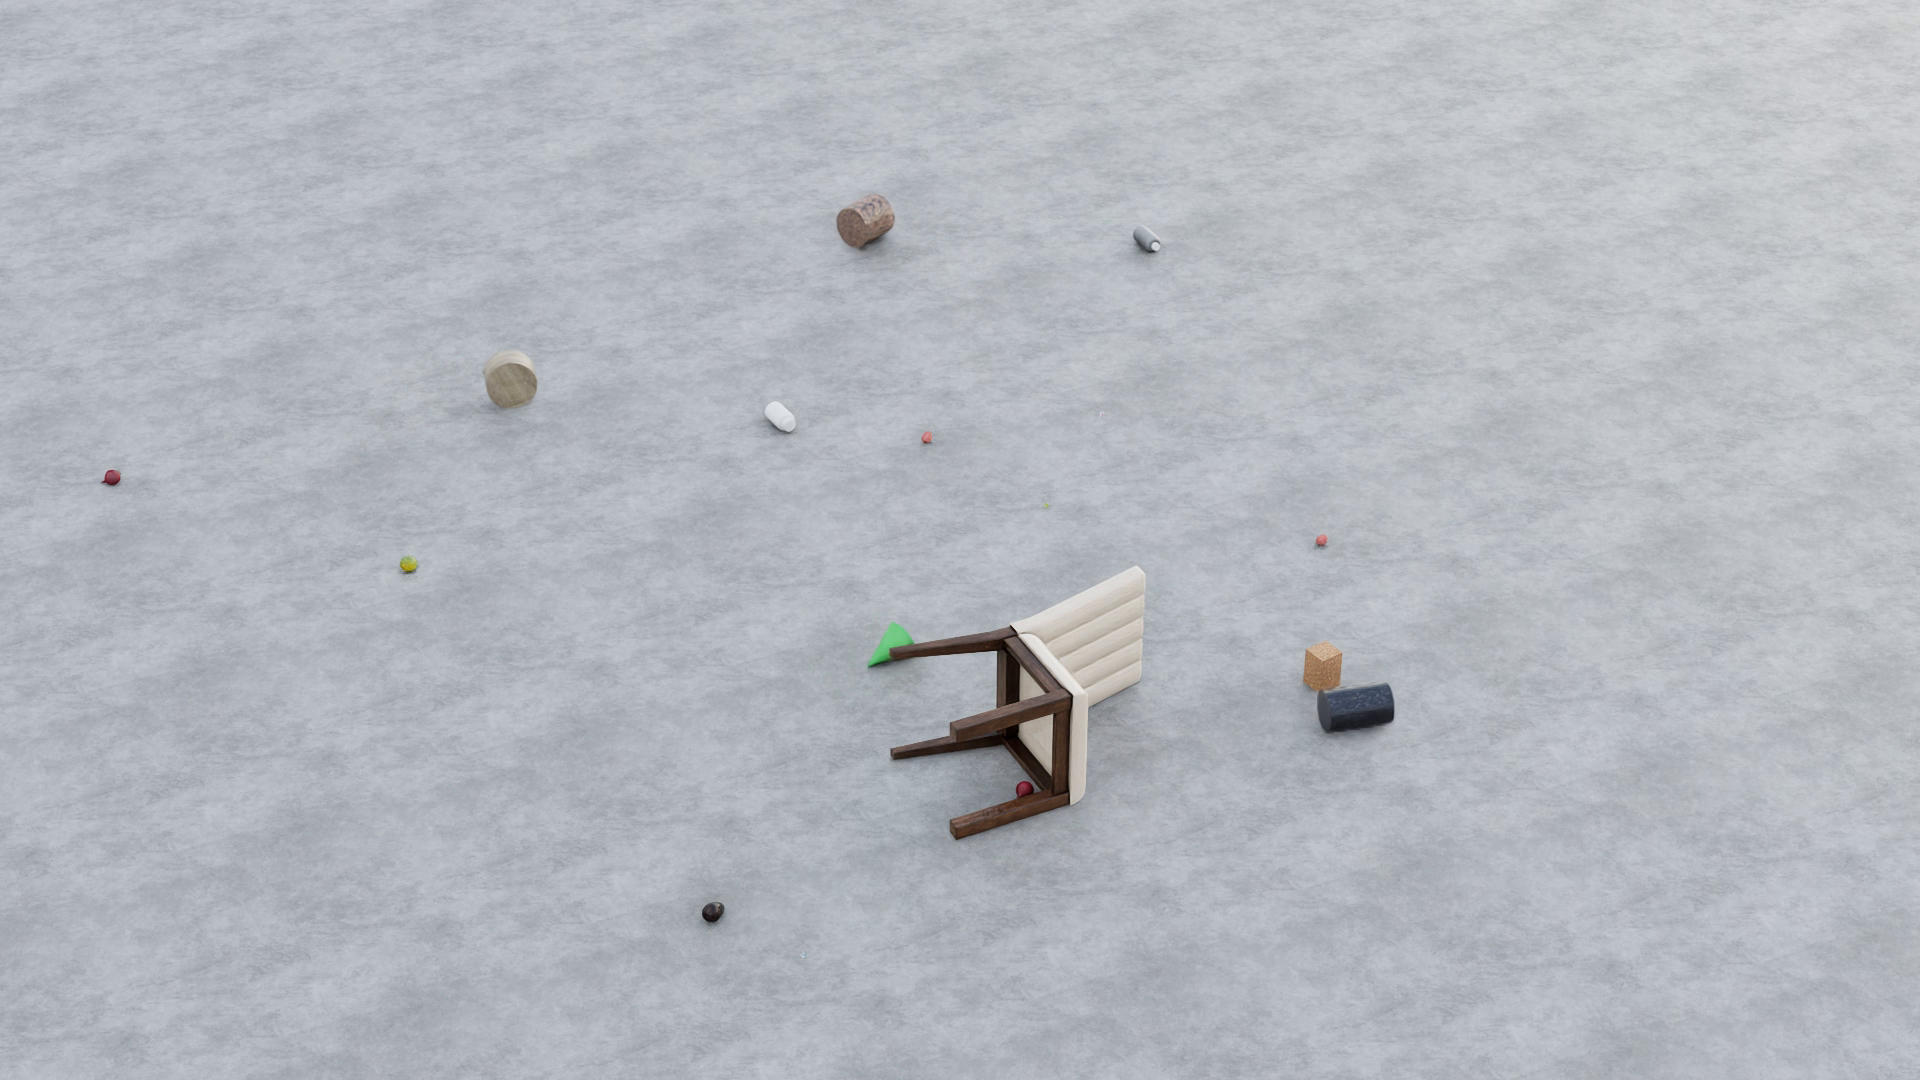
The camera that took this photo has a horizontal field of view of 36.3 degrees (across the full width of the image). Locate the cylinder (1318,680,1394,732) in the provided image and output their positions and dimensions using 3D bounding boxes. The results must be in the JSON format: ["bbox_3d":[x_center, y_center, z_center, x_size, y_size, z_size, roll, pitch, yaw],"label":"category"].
[{"bbox_3d":[1.344,0.564,9.958,0.226,0.142,0.145,-8,48,-11],"label":"cylinder"}]

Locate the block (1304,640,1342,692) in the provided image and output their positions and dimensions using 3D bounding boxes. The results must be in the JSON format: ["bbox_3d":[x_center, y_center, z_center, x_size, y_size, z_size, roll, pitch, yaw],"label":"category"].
[{"bbox_3d":[1.256,0.440,10.149,0.091,0.139,0.088,-21,39,-29],"label":"block"}]

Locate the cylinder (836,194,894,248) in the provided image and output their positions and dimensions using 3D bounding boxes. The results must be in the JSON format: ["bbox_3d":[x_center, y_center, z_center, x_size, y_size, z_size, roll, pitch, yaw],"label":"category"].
[{"bbox_3d":[-0.416,-1.405,12.905,0.178,0.190,0.181,47,49,10],"label":"cylinder"}]

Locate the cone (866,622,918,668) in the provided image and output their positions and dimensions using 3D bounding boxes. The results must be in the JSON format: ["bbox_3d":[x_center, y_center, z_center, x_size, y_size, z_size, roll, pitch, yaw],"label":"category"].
[{"bbox_3d":[-0.261,0.393,10.283,0.174,0.131,0.197,-40,7,-11],"label":"cone"}]
